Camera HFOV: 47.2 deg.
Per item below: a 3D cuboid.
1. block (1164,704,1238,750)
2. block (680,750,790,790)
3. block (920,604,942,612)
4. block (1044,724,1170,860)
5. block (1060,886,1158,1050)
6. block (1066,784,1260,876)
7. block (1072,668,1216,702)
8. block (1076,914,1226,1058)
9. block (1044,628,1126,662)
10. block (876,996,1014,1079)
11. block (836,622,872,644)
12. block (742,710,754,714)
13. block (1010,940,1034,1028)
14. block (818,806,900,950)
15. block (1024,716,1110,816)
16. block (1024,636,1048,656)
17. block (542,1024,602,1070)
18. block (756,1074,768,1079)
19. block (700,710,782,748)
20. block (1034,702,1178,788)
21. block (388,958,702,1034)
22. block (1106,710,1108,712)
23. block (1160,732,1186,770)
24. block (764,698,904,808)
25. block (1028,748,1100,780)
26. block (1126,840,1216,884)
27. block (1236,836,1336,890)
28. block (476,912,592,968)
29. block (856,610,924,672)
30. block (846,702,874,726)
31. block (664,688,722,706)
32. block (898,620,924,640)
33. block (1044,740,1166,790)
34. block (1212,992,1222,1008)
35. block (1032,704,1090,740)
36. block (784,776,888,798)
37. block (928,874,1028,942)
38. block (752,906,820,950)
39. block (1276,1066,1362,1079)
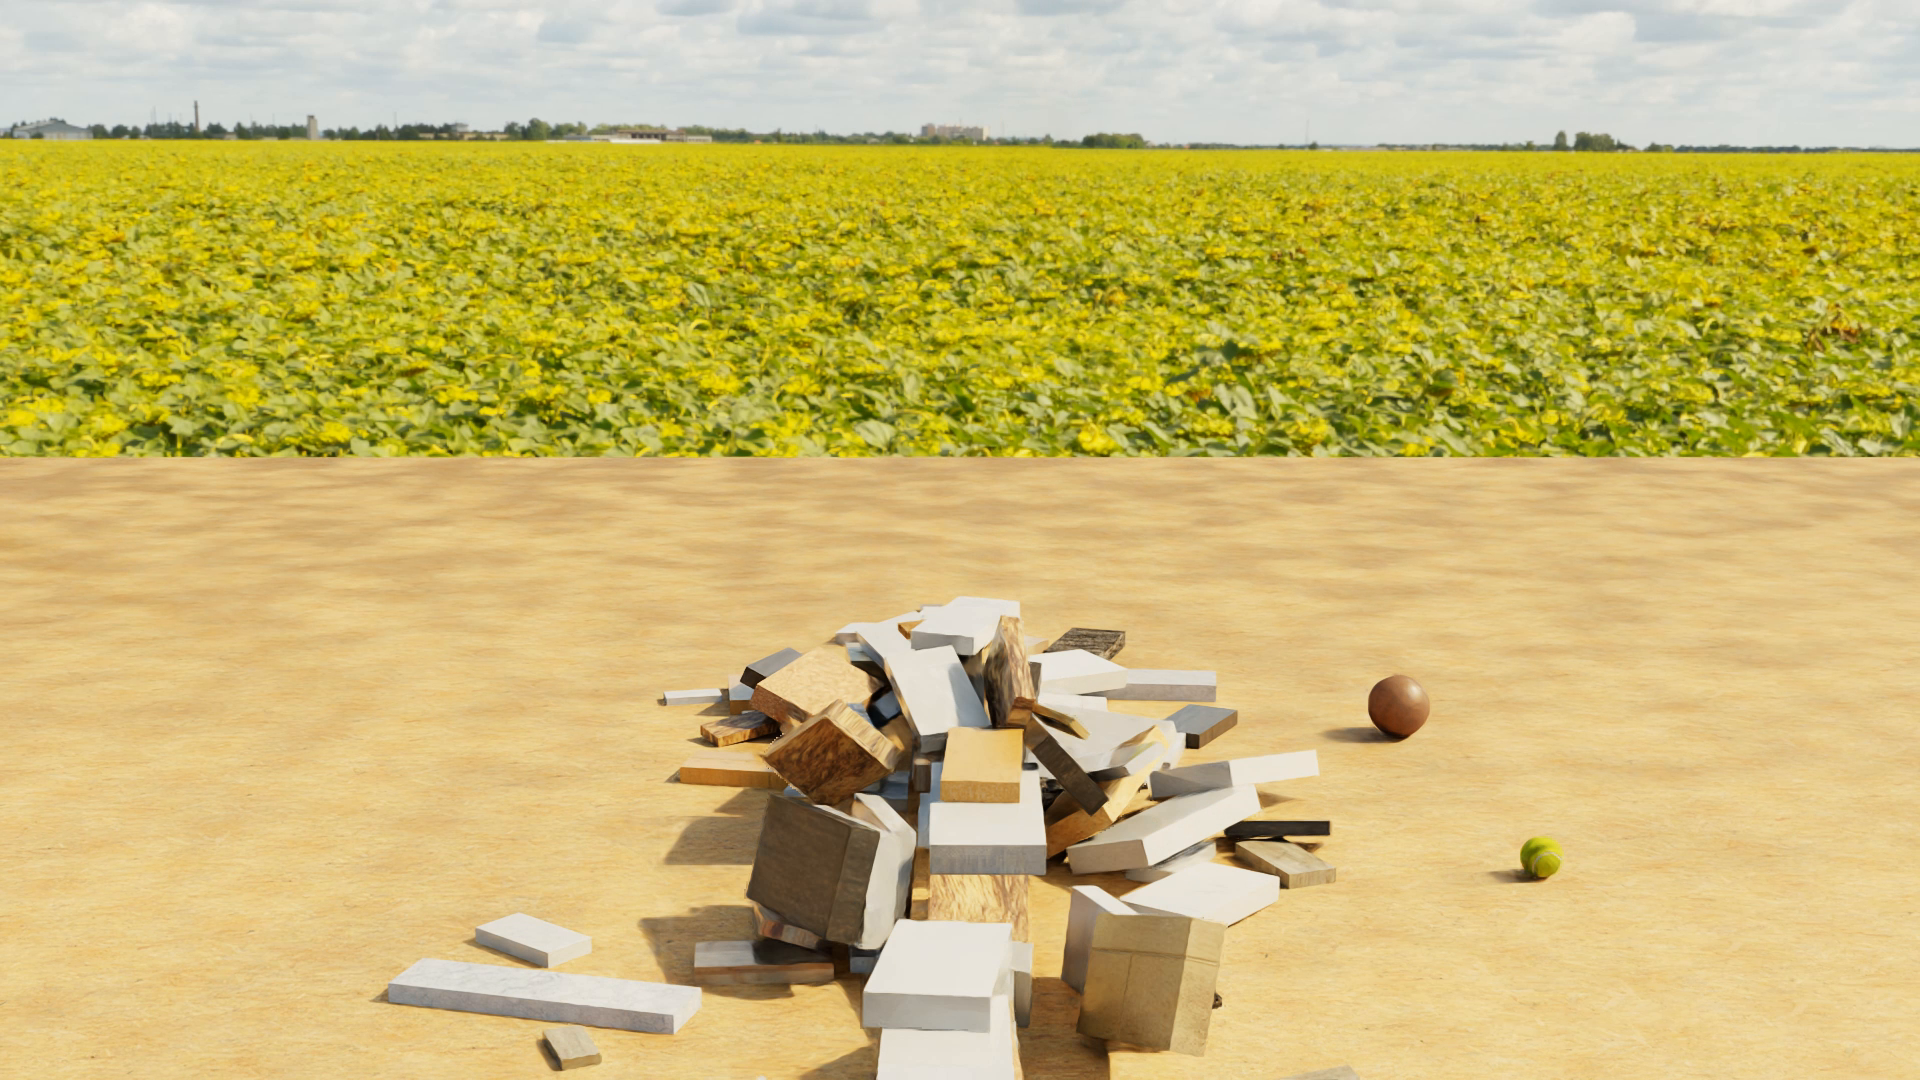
[{"bbox_3d":[0.495,0.393,4.644,0.111,0.031,0.221,5,12,27],"label":"block"},{"bbox_3d":[-0.421,0.452,4.323,0.231,0.033,0.116,2,11,11],"label":"block"},{"bbox_3d":[-0.043,0.279,5.300,0.059,0.017,1.098,-1,11,-3],"label":"block"},{"bbox_3d":[0.249,0.456,3.973,0.169,0.048,0.432,-32,1,22],"label":"block"},{"bbox_3d":[0.236,0.610,3.159,0.041,0.143,0.286,3,8,-25],"label":"block"},{"bbox_3d":[0.356,0.501,3.814,0.169,0.048,0.338,-15,1,42],"label":"block"},{"bbox_3d":[0.395,0.327,4.980,0.366,0.038,0.135,1,11,6],"label":"block"},{"bbox_3d":[0.250,0.589,2.933,0.048,0.168,0.336,14,-12,-15],"label":"block"},{"bbox_3d":[0.303,0.263,5.322,0.135,0.038,0.271,3,11,17],"label":"block"},{"bbox_3d":[-0.016,0.586,2.448,0.147,0.042,0.368,0,7,0],"label":"block"},{"bbox_3d":[-0.112,0.232,5.434,0.382,0.029,0.103,0,11,20],"label":"block"},{"bbox_3d":[-0.391,0.385,4.714,0.153,0.022,0.076,-1,11,-5],"label":"block"},{"bbox_3d":[0.027,0.587,2.925,0.136,0.039,0.273,6,-27,4],"label":"block"},{"bbox_3d":[-0.181,0.520,3.421,0.048,0.168,0.336,5,0,-22],"label":"block"},{"bbox_3d":[0.169,0.385,3.809,0.043,0.150,0.301,-43,6,-2],"label":"block"},{"bbox_3d":[0.118,0.268,5.325,0.103,0.029,0.207,7,12,32],"label":"block"},{"bbox_3d":[-0.536,0.700,3.035,0.054,0.015,0.109,-5,12,-24],"label":"block"},{"bbox_3d":[-0.279,0.734,2.533,0.039,0.136,0.273,37,12,-1],"label":"block"},{"bbox_3d":[-0.458,0.393,4.607,0.153,0.022,0.076,-13,24,-33],"label":"block"},{"bbox_3d":[0.263,0.405,4.363,0.299,0.042,0.149,6,41,30],"label":"block"},{"bbox_3d":[-0.605,0.662,3.201,0.447,0.029,0.103,3,11,15],"label":"block"},{"bbox_3d":[0.262,0.382,4.744,0.123,0.017,0.062,-3,11,-13],"label":"block"},{"bbox_3d":[0.386,0.431,4.441,0.111,0.031,0.221,3,11,14],"label":"block"},{"bbox_3d":[-0.228,0.386,3.917,0.043,0.150,0.319,-54,8,-30],"label":"block"},{"bbox_3d":[0.195,0.442,4.290,0.158,0.022,0.079,6,48,29],"label":"block"},{"bbox_3d":[0.365,0.553,3.797,0.091,0.026,0.183,6,12,27],"label":"block"},{"bbox_3d":[0.559,0.555,3.787,0.091,0.026,0.183,-4,11,-22],"label":"block"},{"bbox_3d":[-0.665,0.623,3.426,0.174,0.025,0.087,9,14,39],"label":"block"},{"bbox_3d":[-0.117,0.243,4.961,0.149,0.042,0.351,-18,16,-13],"label":"block"},{"bbox_3d":[-0.195,0.406,4.344,0.033,0.116,0.231,-2,11,-9],"label":"block"},{"bbox_3d":[-0.597,0.351,4.910,0.123,0.017,0.062,-3,11,-14],"label":"block"},{"bbox_3d":[-0.059,0.173,4.323,0.115,0.016,0.058,-6,18,-19],"label":"block"},{"bbox_3d":[0.257,0.409,3.969,0.079,0.022,0.420,-33,1,-20],"label":"block"},{"bbox_3d":[0.339,0.664,3.229,0.052,0.015,0.103,-4,11,-21],"label":"block"},{"bbox_3d":[0.173,0.314,3.802,0.103,0.015,0.052,18,-22,48],"label":"block"},{"bbox_3d":[-0.237,0.469,4.196,0.191,0.016,0.058,-7,9,13],"label":"block"},{"bbox_3d":[0.026,0.588,3.197,0.147,0.042,0.293,1,25,1],"label":"block"},{"bbox_3d":[-0.266,0.587,3.339,0.087,0.025,0.174,17,-5,-8],"label":"block"},{"bbox_3d":[0.381,0.728,2.720,0.286,0.041,0.143,-7,17,-14],"label":"block"}]
